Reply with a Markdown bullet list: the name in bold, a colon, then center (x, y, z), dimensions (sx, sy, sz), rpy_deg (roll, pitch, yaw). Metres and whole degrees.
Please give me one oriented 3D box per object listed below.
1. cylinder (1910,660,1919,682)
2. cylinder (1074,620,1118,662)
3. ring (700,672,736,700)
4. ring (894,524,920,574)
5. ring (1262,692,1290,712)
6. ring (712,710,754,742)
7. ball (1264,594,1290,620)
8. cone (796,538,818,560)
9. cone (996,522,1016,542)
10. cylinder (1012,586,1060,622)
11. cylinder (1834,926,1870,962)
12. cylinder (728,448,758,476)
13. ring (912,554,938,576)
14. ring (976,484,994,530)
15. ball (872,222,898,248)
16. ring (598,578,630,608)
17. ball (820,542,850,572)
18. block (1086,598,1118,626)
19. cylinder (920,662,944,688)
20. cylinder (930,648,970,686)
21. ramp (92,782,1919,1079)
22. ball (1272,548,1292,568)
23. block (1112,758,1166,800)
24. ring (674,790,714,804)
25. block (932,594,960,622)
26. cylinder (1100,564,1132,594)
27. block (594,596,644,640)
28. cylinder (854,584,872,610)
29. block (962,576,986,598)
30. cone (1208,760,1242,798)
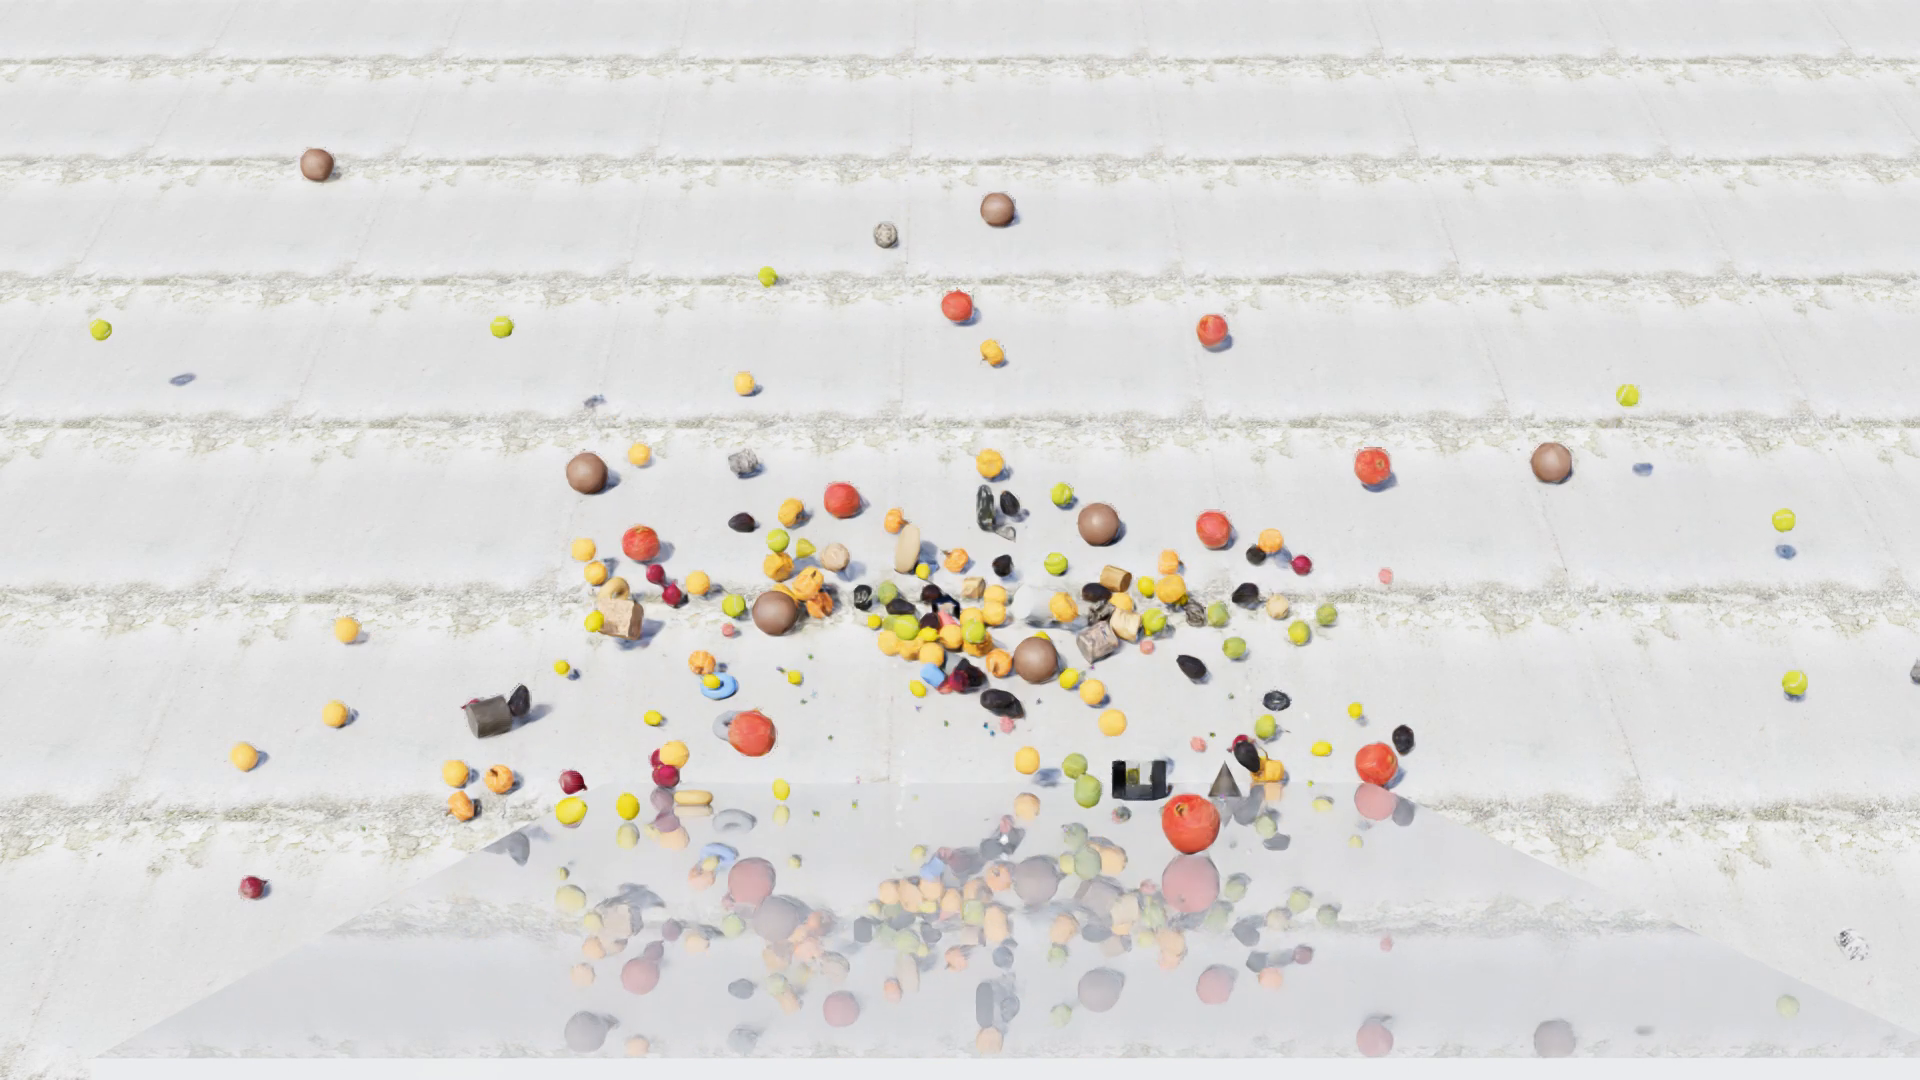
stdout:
- **cylinder**: center (2.698, 0.373, 7.216), dimensions (0.074, 0.074, 0.074), rpy_deg (34, 37, -3)
- **cylinder**: center (0.387, 0.287, 7.343), dimensions (0.090, 0.090, 0.090), rpy_deg (-28, 40, -14)
- **ring**: center (-0.674, 0.407, 7.230), dimensions (0.102, 0.034, 0.102), rpy_deg (-1, 34, 1)
- **ring**: center (-0.156, 0.026, 7.706), dimensions (0.050, 0.149, 0.149), rpy_deg (13, 31, -12)
- **ring**: center (0.875, 0.446, 7.176), dimensions (0.077, 0.026, 0.077), rpy_deg (-1, 33, 1)
- **ring**: center (-0.619, 0.507, 7.073), dimensions (0.114, 0.038, 0.114), rpy_deg (0, 34, 0)
- **ball**: center (0.920, 0.195, 7.518), dimensions (0.072, 0.072, 0.072), rpy_deg (0, 33, 0)
- **cone**: center (-0.438, 0.027, 7.630), dimensions (0.066, 0.066, 0.066), rpy_deg (5, 28, 44)
- **cone**: center (0.152, -0.013, 7.877), dimensions (0.059, 0.059, 0.059), rpy_deg (-26, 67, -33)
- **cylinder**: center (0.219, 0.183, 7.424), dimensions (0.097, 0.097, 0.097), rpy_deg (11, 23, -36)
- **cylinder**: center (2.174, 0.985, 6.320), dimensions (0.062, 0.062, 0.062), rpy_deg (-4, 34, -7)
- **cylinder**: center (-0.681, -0.245, 8.137), dimensions (0.069, 0.069, 0.069), rpy_deg (-21, 39, -27)
- **ring**: center (-0.109, 0.075, 7.740), dimensions (0.088, 0.029, 0.088), rpy_deg (-1, 34, 0)
- **ring**: center (0.075, -0.099, 7.895), dimensions (0.046, 0.139, 0.139), rpy_deg (0, 33, -4)
- **ball**: center (-0.274, -1.116, 9.500), dimensions (0.093, 0.093, 0.093), rpy_deg (0, 33, 0)
- **ring**: center (-1.001, 0.162, 7.500), dimensions (0.039, 0.117, 0.117), rpy_deg (24, 40, 29)
- **ball**: center (-0.367, 0.050, 7.601), dimensions (0.088, 0.088, 0.088), rpy_deg (0, 33, 0)
- **block**: center (0.412, 0.220, 7.486), dimensions (0.064, 0.064, 0.064), rpy_deg (-25, 40, -32)
- **cylinder**: center (-0.077, 0.373, 7.179), dimensions (0.051, 0.051, 0.051), rpy_deg (-32, 35, 26)
- **cylinder**: center (-0.030, 0.355, 7.264), dimensions (0.081, 0.081, 0.081), rpy_deg (20, 38, 28)
- **ramp**: center (0.074, 0.643, 4.762), dimensions (2.000, 0.100, 4.000), rpy_deg (0, -1, 0)
- **ball**: center (0.963, 0.056, 7.740), dimensions (0.060, 0.060, 0.060), rpy_deg (0, 33, 0)
- **block**: center (0.431, 0.576, 6.238), dimensions (0.092, 0.092, 0.092), rpy_deg (1, -2, -43)
- **ring**: center (-0.625, 0.605, 6.095), dimensions (0.094, 0.031, 0.094), rpy_deg (1, -1, 0)
- **block**: center (-0.041, 0.207, 7.509), dimensions (0.061, 0.061, 0.061), rpy_deg (-20, 38, -28)
- **cylinder**: center (0.458, 0.116, 7.640), dimensions (0.069, 0.069, 0.069), rpy_deg (20, 38, 28)
- **block**: center (-0.964, 0.222, 7.350), dimensions (0.099, 0.099, 0.099), rpy_deg (9, -8, 13)
- **cylinder**: center (-0.281, 0.167, 7.537), dimensions (0.053, 0.053, 0.053), rpy_deg (0, 41, 0)
- **block**: center (0.040, 0.138, 7.605), dimensions (0.051, 0.051, 0.051), rpy_deg (4, 16, 22)
- **cone**: center (0.646, 0.581, 6.333), dimensions (0.086, 0.086, 0.086), rpy_deg (0, -1, 0)
